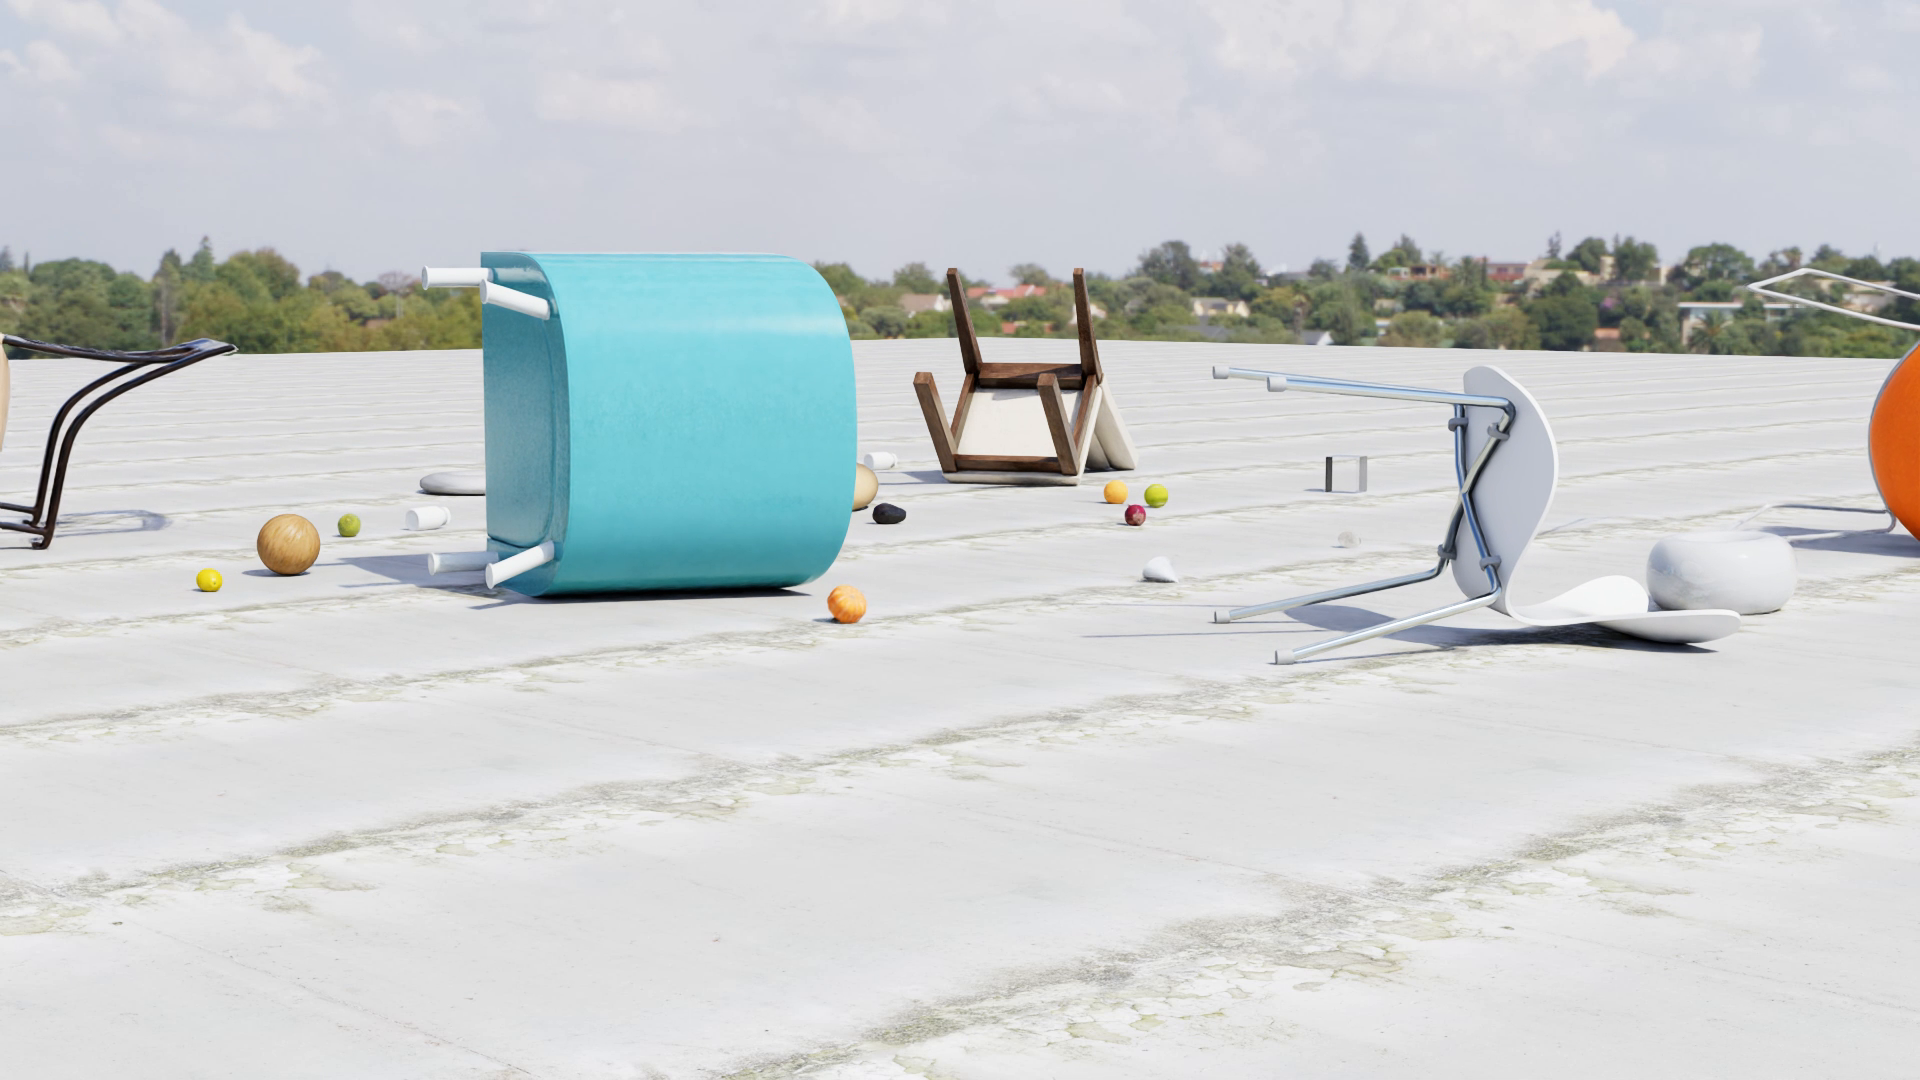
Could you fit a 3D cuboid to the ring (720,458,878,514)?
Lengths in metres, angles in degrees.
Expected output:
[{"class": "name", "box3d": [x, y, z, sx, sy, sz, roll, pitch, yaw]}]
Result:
[{"class": "ring", "box3d": [-0.455, -0.153, 7.272, 0.443, 0.129, 0.514, 2, 7, 15]}]

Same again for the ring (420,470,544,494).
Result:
[{"class": "ring", "box3d": [-1.464, -0.177, 7.848, 0.373, 0.059, 0.378, 1, 6, 17]}]

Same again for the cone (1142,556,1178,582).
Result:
[{"class": "cone", "box3d": [0.448, 0.077, 5.533, 0.065, 0.058, 0.107, 33, 19, 32]}]

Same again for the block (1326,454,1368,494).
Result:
[{"class": "block", "box3d": [1.179, -0.201, 7.827, 0.097, 0.110, 0.101, 3, 7, 28]}]

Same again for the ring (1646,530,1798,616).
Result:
[{"class": "ring", "box3d": [1.511, 0.065, 5.090, 0.316, 0.146, 0.282, -7, 8, -43]}]

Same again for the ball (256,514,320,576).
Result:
[{"class": "ball", "box3d": [-1.478, 0.010, 5.650, 0.136, 0.136, 0.136, 0, 6, 0]}]

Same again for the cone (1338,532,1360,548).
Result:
[{"class": "cone", "box3d": [0.944, 0.008, 6.243, 0.057, 0.046, 0.035, 5, -28, -4]}]
